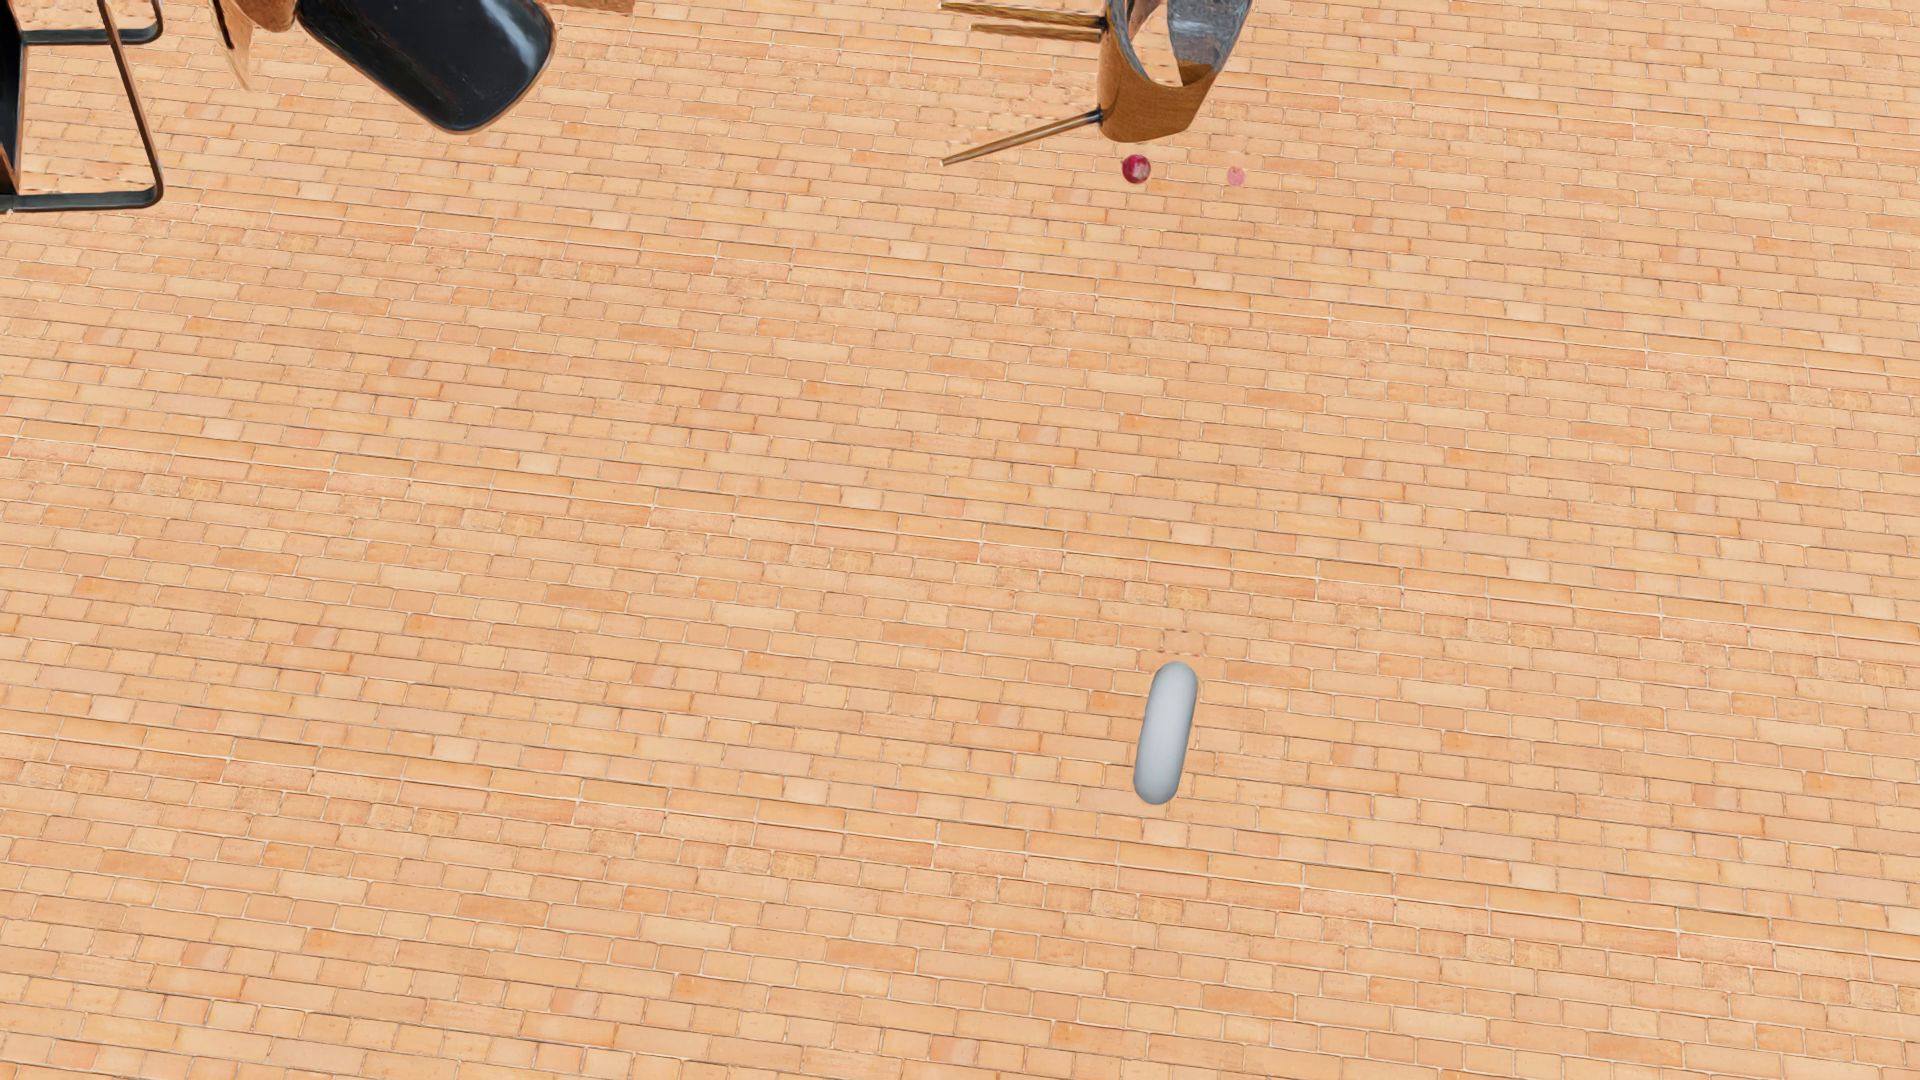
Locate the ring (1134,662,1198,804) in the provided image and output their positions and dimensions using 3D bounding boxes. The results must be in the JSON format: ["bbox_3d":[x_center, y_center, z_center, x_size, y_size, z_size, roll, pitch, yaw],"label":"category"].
[{"bbox_3d":[0.326,0.306,3.479,0.072,0.271,0.217,12,57,8],"label":"ring"}]
